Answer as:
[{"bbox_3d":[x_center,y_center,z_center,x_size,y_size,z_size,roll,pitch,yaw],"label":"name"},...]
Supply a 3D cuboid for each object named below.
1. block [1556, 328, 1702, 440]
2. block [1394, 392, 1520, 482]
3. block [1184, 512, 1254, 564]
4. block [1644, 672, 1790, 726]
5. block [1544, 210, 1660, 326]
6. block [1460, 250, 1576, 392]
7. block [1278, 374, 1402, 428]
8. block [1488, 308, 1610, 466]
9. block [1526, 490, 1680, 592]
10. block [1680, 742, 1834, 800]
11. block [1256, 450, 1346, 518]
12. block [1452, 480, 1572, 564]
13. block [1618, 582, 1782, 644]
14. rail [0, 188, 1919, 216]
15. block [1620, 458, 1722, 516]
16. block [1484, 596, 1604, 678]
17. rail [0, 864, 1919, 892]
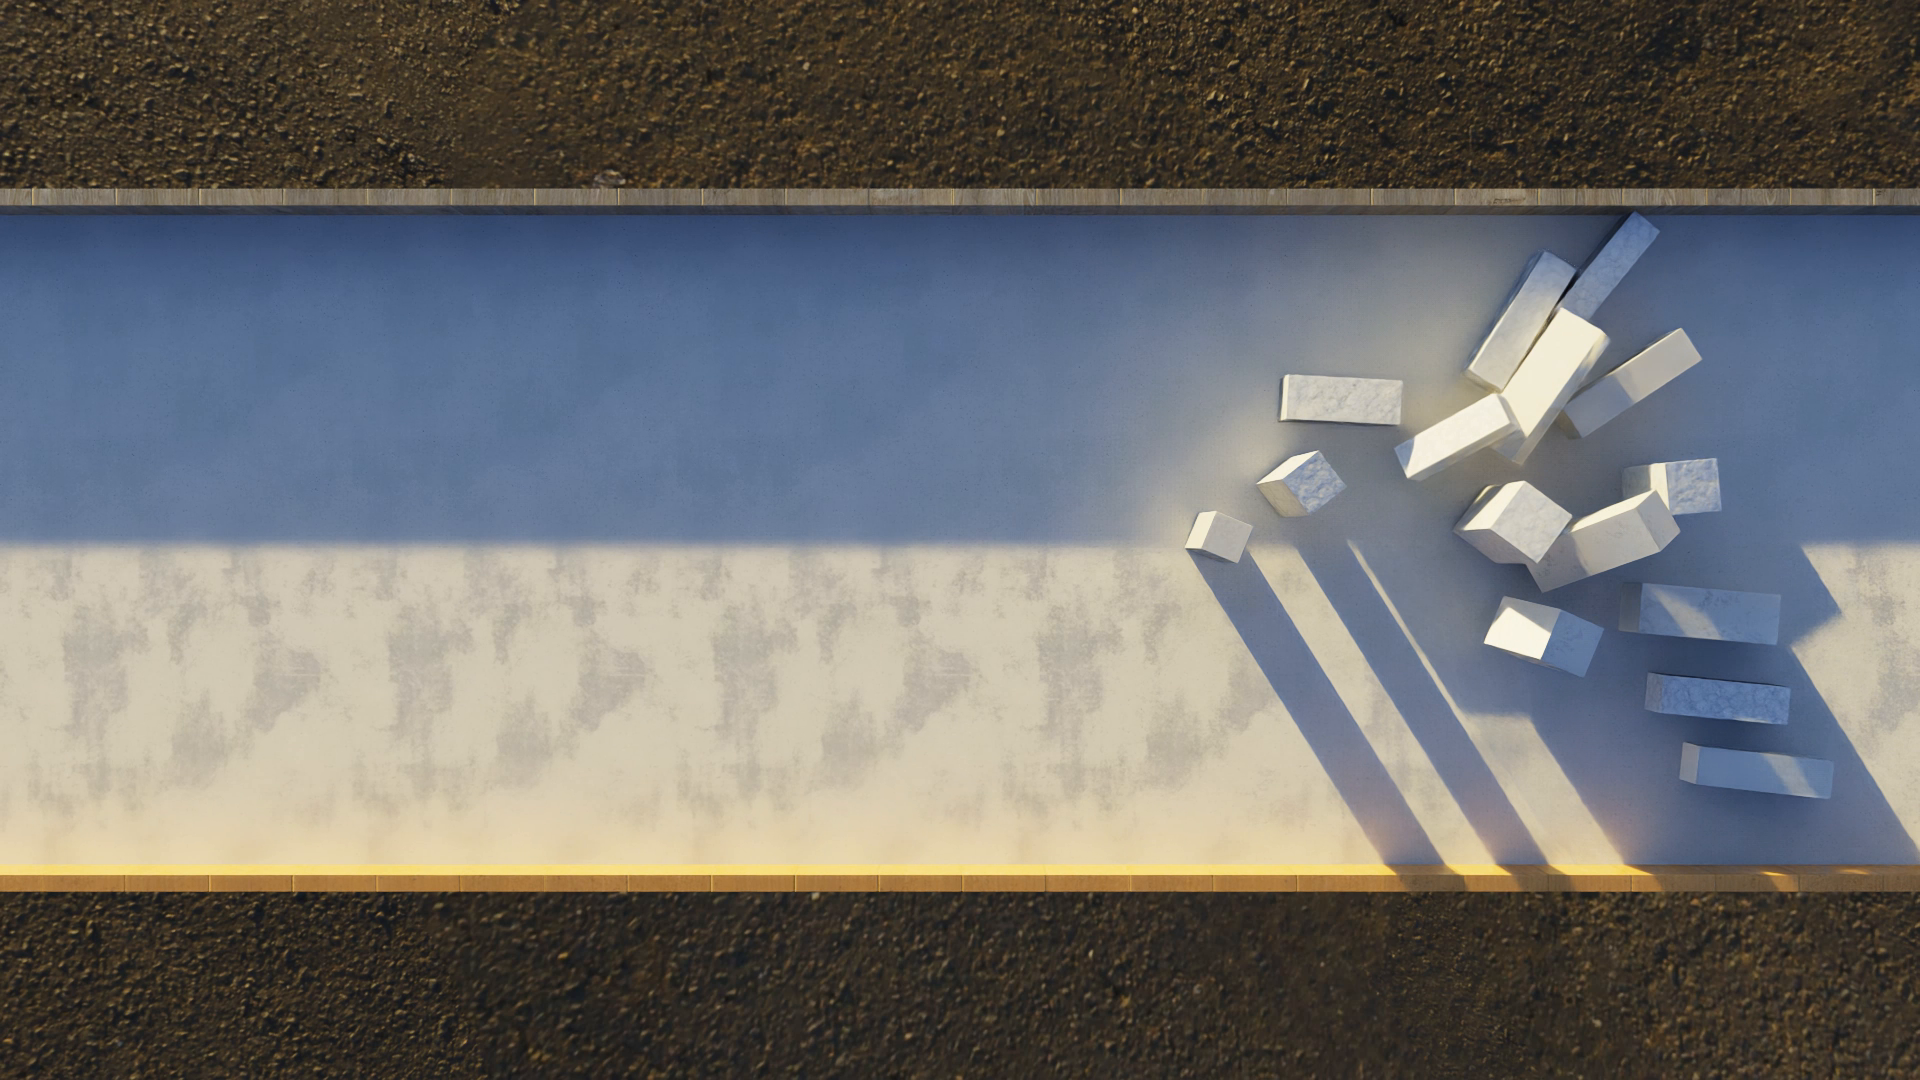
[{"bbox_3d":[2.023,-0.472,5.020,0.432,0.113,0.113,-33,90,0],"label":"block"},{"bbox_3d":[1.485,-0.305,4.933,0.340,0.102,0.102,-31,67,30],"label":"block"},{"bbox_3d":[0.767,-0.007,4.906,0.115,0.340,0.115,22,90,0],"label":"block"},{"bbox_3d":[2.303,0.482,5.019,0.384,0.114,0.114,6,90,0],"label":"block"},{"bbox_3d":[1.948,-0.809,5.026,0.101,0.101,0.400,39,90,0],"label":"block"},{"bbox_3d":[1.697,-0.663,5.021,0.111,0.111,0.426,32,90,0],"label":"block"},{"bbox_3d":[1.152,-0.421,5.011,0.342,0.132,0.132,3,90,0],"label":"block"},{"bbox_3d":[1.738,-0.455,4.931,0.139,0.139,0.449,39,106,28],"label":"block"},{"bbox_3d":[1.884,0.006,4.870,0.143,0.411,0.143,-30,90,-38],"label":"block"},{"bbox_3d":[2.422,0.701,5.019,0.407,0.114,0.114,6,90,0],"label":"block"},{"bbox_3d":[1.001,-0.161,4.867,0.131,0.418,0.131,-38,90,0],"label":"block"},{"bbox_3d":[1.629,-0.048,4.884,0.168,0.382,0.168,37,90,1],"label":"block"},{"bbox_3d":[2.239,0.221,5.001,0.415,0.150,0.150,5,90,0],"label":"block"},{"bbox_3d":[-2.247,-1.025,5.002,12.000,0.150,0.050,0,90,0],"label":"rail"},{"bbox_3d":[2.116,-0.153,4.917,0.152,0.318,0.152,-5,90,0],"label":"block"},{"bbox_3d":[1.735,0.286,4.912,0.156,0.300,0.156,23,90,-15],"label":"block"},{"bbox_3d":[-2.247,1.025,5.001,12.000,0.150,0.050,0,90,0],"label":"rail"}]
